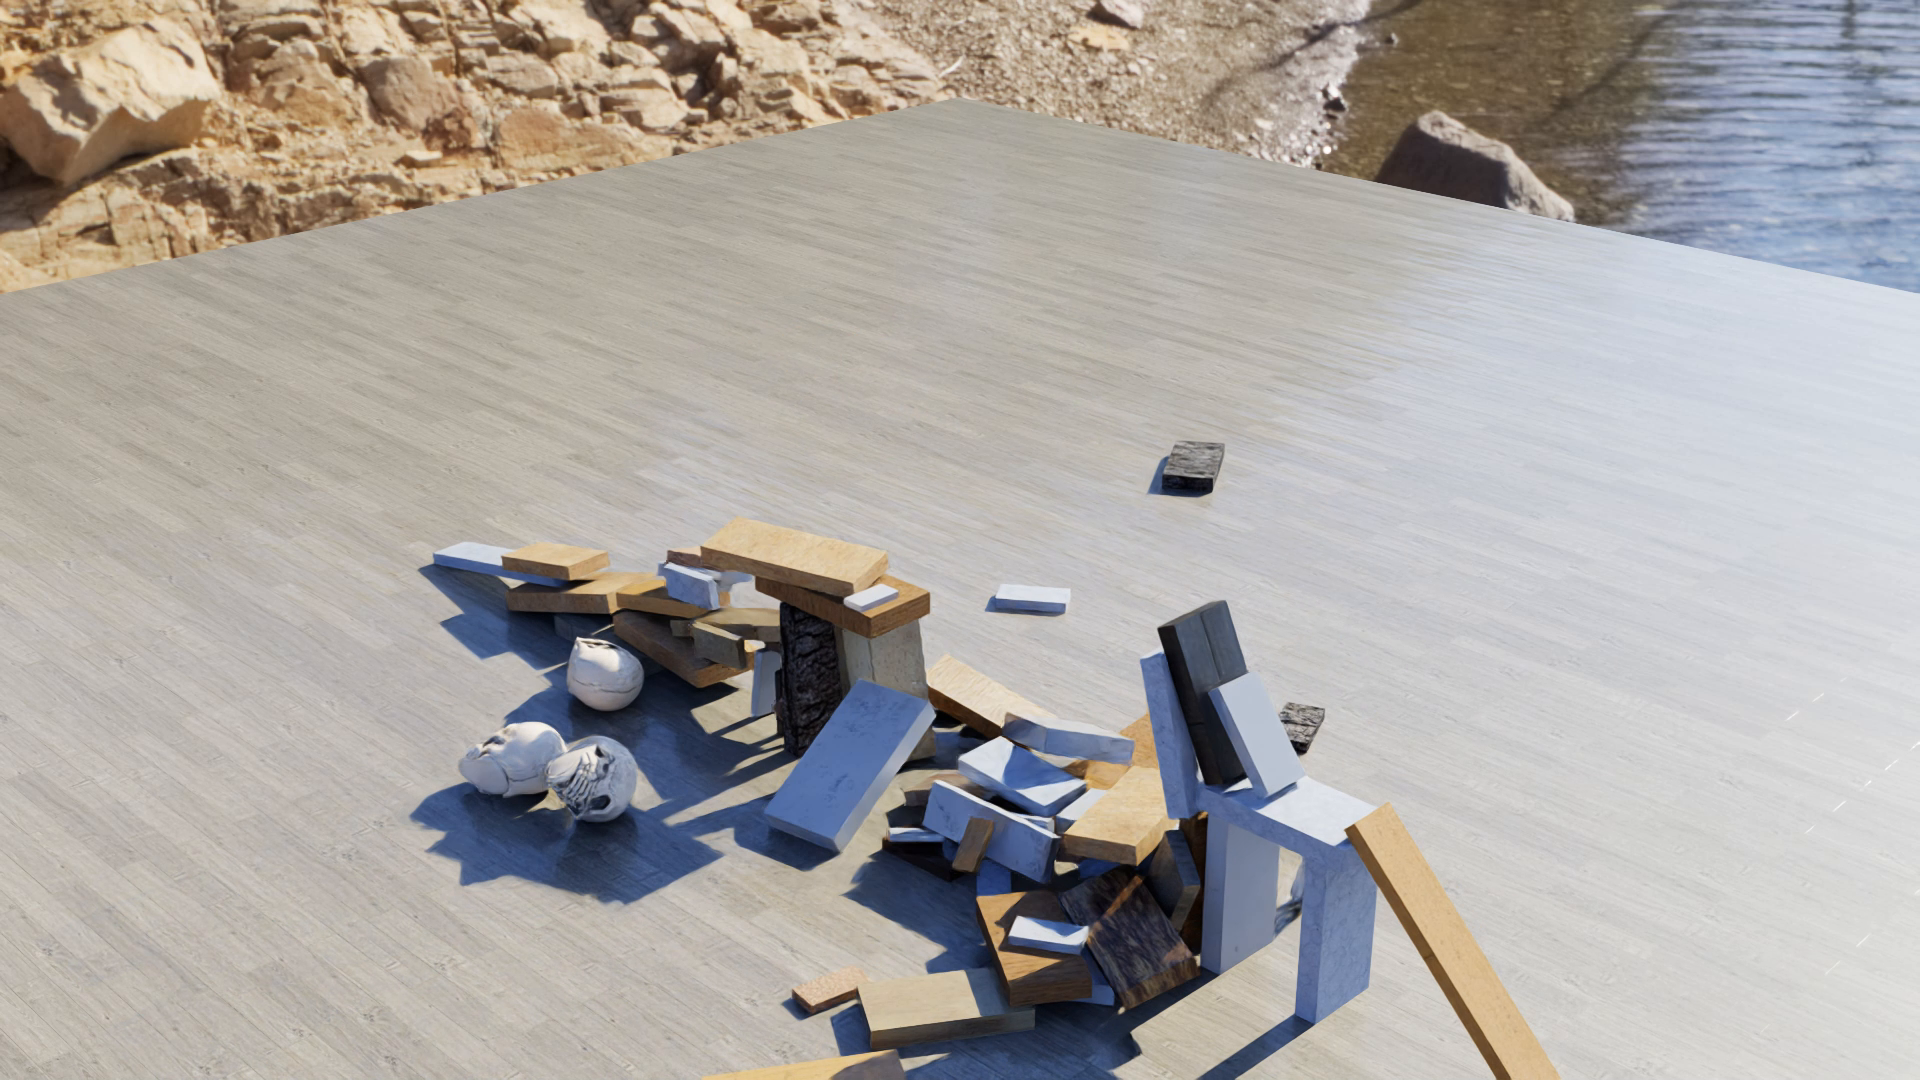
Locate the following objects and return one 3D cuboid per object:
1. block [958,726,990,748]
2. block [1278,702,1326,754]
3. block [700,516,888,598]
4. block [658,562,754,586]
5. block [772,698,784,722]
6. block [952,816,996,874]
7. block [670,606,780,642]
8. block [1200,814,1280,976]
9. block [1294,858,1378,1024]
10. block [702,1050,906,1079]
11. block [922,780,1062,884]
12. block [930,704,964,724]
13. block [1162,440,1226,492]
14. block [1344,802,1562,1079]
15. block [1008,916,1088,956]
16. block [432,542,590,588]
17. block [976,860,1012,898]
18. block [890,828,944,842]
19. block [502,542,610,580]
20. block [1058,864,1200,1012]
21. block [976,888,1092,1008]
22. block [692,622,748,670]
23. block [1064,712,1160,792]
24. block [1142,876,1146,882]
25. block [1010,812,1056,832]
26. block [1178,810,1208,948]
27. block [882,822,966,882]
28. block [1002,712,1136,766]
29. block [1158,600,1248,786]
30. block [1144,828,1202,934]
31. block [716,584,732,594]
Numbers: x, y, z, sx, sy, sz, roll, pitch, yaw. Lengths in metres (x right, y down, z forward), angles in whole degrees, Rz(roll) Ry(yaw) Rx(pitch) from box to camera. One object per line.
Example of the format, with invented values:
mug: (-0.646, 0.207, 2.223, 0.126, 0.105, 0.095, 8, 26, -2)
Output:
block: (0.064, 0.405, 4.775, 0.087, 0.025, 0.174, 7, 24, 17)
block: (0.730, 0.406, 4.772, 0.086, 0.024, 0.173, 9, 25, 20)
block: (-0.346, 0.036, 4.590, 0.371, 0.040, 0.141, 13, 33, 25)
block: (-0.588, 0.073, 5.077, 0.211, 0.030, 0.105, 7, 9, 40)
block: (-0.358, 0.380, 4.729, 0.048, 0.096, 0.014, -46, 24, -23)
block: (0.026, 0.578, 4.157, 0.053, 0.015, 0.105, 4, 64, 41)
block: (-0.442, 0.187, 4.873, 0.467, 0.036, 0.126, 1, 14, 43)
block: (0.504, 0.605, 3.932, 0.045, 0.315, 0.157, 21, 31, 41)
block: (0.653, 0.663, 3.795, 0.045, 0.315, 0.157, 21, 31, 41)
block: (-0.247, 0.908, 3.567, 0.325, 0.041, 0.145, -5, 24, -12)
block: (0.058, 0.554, 4.192, 0.306, 0.091, 0.026, 21, 11, 38)
block: (-0.007, 0.353, 4.896, 0.087, 0.025, 0.174, 7, 24, 16)
block: (0.660, -0.210, 6.206, 0.141, 0.040, 0.283, 5, 24, 12)
block: (0.814, 0.686, 3.627, 0.102, 0.535, 0.029, -22, -13, -42)
block: (0.156, 0.698, 3.882, 0.130, 0.018, 0.065, 6, 24, 14)
block: (-1.123, 0.059, 5.481, 0.498, 0.030, 0.105, 8, 22, 41)
block: (0.064, 0.652, 4.201, 0.065, 0.018, 0.130, 0, 23, 0)
block: (-0.085, 0.575, 4.281, 0.105, 0.015, 0.053, 2, 3, -3)
block: (-0.982, 0.050, 5.337, 0.252, 0.036, 0.126, 7, 21, 40)
block: (0.296, 0.698, 3.899, 0.145, 0.041, 0.324, -25, 27, -6)
block: (0.128, 0.721, 3.905, 0.145, 0.041, 0.290, -4, 23, -10)
block: (-0.530, 0.234, 4.851, 0.150, 0.075, 0.021, 15, 34, 41)
block: (0.383, 0.466, 4.598, 0.180, 0.051, 0.415, 17, 28, 35)
block: (0.473, 0.658, 4.169, 0.230, 0.033, 0.115, -9, 25, -21)
block: (0.096, 0.565, 4.200, 0.195, 0.086, 0.024, 4, 5, 39)
block: (0.454, 0.598, 3.983, 0.143, 0.285, 0.040, -15, 32, -32)
block: (-0.056, 0.608, 4.296, 0.182, 0.026, 0.091, 20, 30, 39)
block: (0.216, 0.401, 4.461, 0.180, 0.051, 0.359, 9, -1, -12)
block: (0.448, 0.267, 3.851, 0.145, 0.291, 0.041, -22, 7, -42)
block: (0.373, 0.631, 3.942, 0.033, 0.230, 0.115, -5, 51, -16)
block: (-0.593, 0.102, 5.056, 0.075, 0.021, 0.150, -7, 10, -36)
